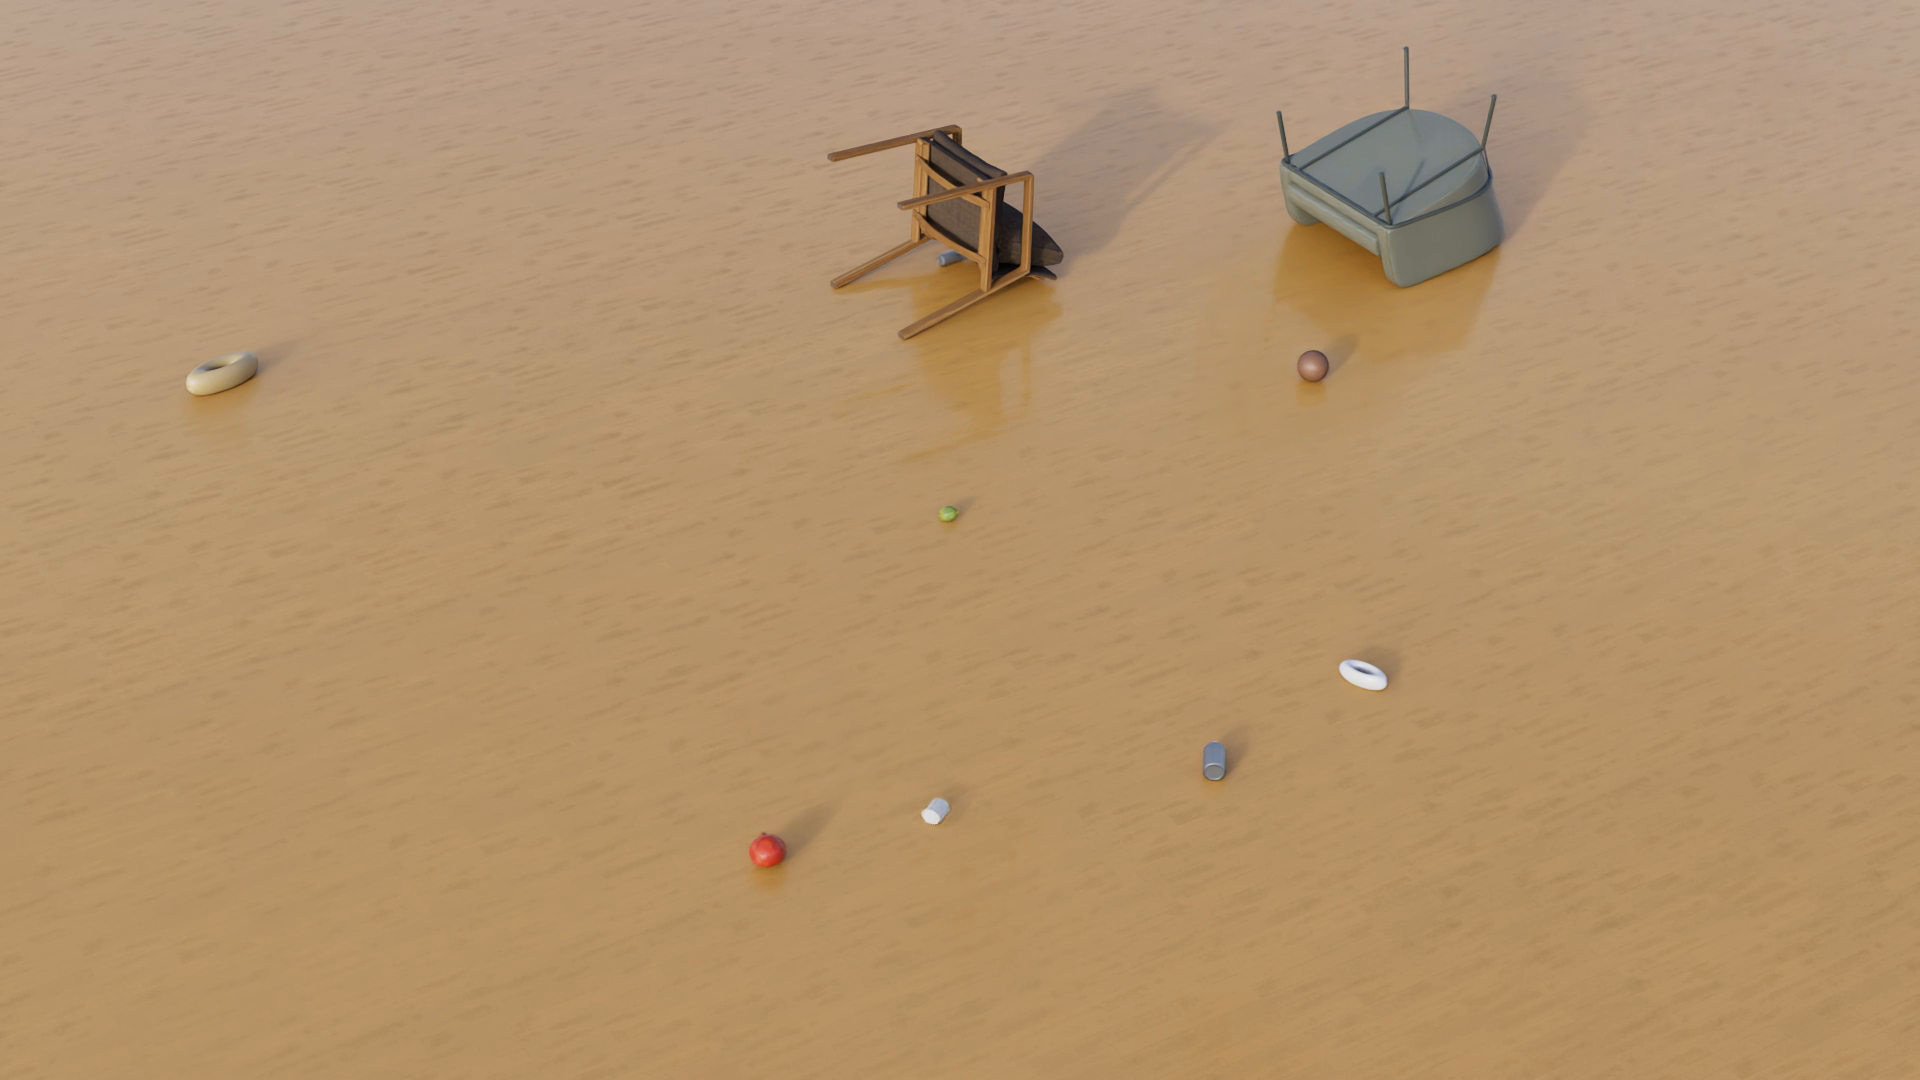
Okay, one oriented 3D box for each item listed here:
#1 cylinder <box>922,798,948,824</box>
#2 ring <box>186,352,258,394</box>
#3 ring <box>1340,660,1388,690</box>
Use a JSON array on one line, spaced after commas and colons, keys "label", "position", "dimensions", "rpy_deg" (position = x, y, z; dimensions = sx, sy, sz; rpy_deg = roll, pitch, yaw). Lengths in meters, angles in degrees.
[{"label": "cylinder", "position": [-0.080, 0.883, 9.552], "dimensions": [0.065, 0.057, 0.067], "rpy_deg": [0, 28, 32]}, {"label": "ring", "position": [-2.988, -0.675, 11.878], "dimensions": [0.327, 0.102, 0.139], "rpy_deg": [-27, 40, -36]}, {"label": "ring", "position": [1.401, 0.468, 10.179], "dimensions": [0.188, 0.061, 0.087], "rpy_deg": [22, 41, 31]}]
